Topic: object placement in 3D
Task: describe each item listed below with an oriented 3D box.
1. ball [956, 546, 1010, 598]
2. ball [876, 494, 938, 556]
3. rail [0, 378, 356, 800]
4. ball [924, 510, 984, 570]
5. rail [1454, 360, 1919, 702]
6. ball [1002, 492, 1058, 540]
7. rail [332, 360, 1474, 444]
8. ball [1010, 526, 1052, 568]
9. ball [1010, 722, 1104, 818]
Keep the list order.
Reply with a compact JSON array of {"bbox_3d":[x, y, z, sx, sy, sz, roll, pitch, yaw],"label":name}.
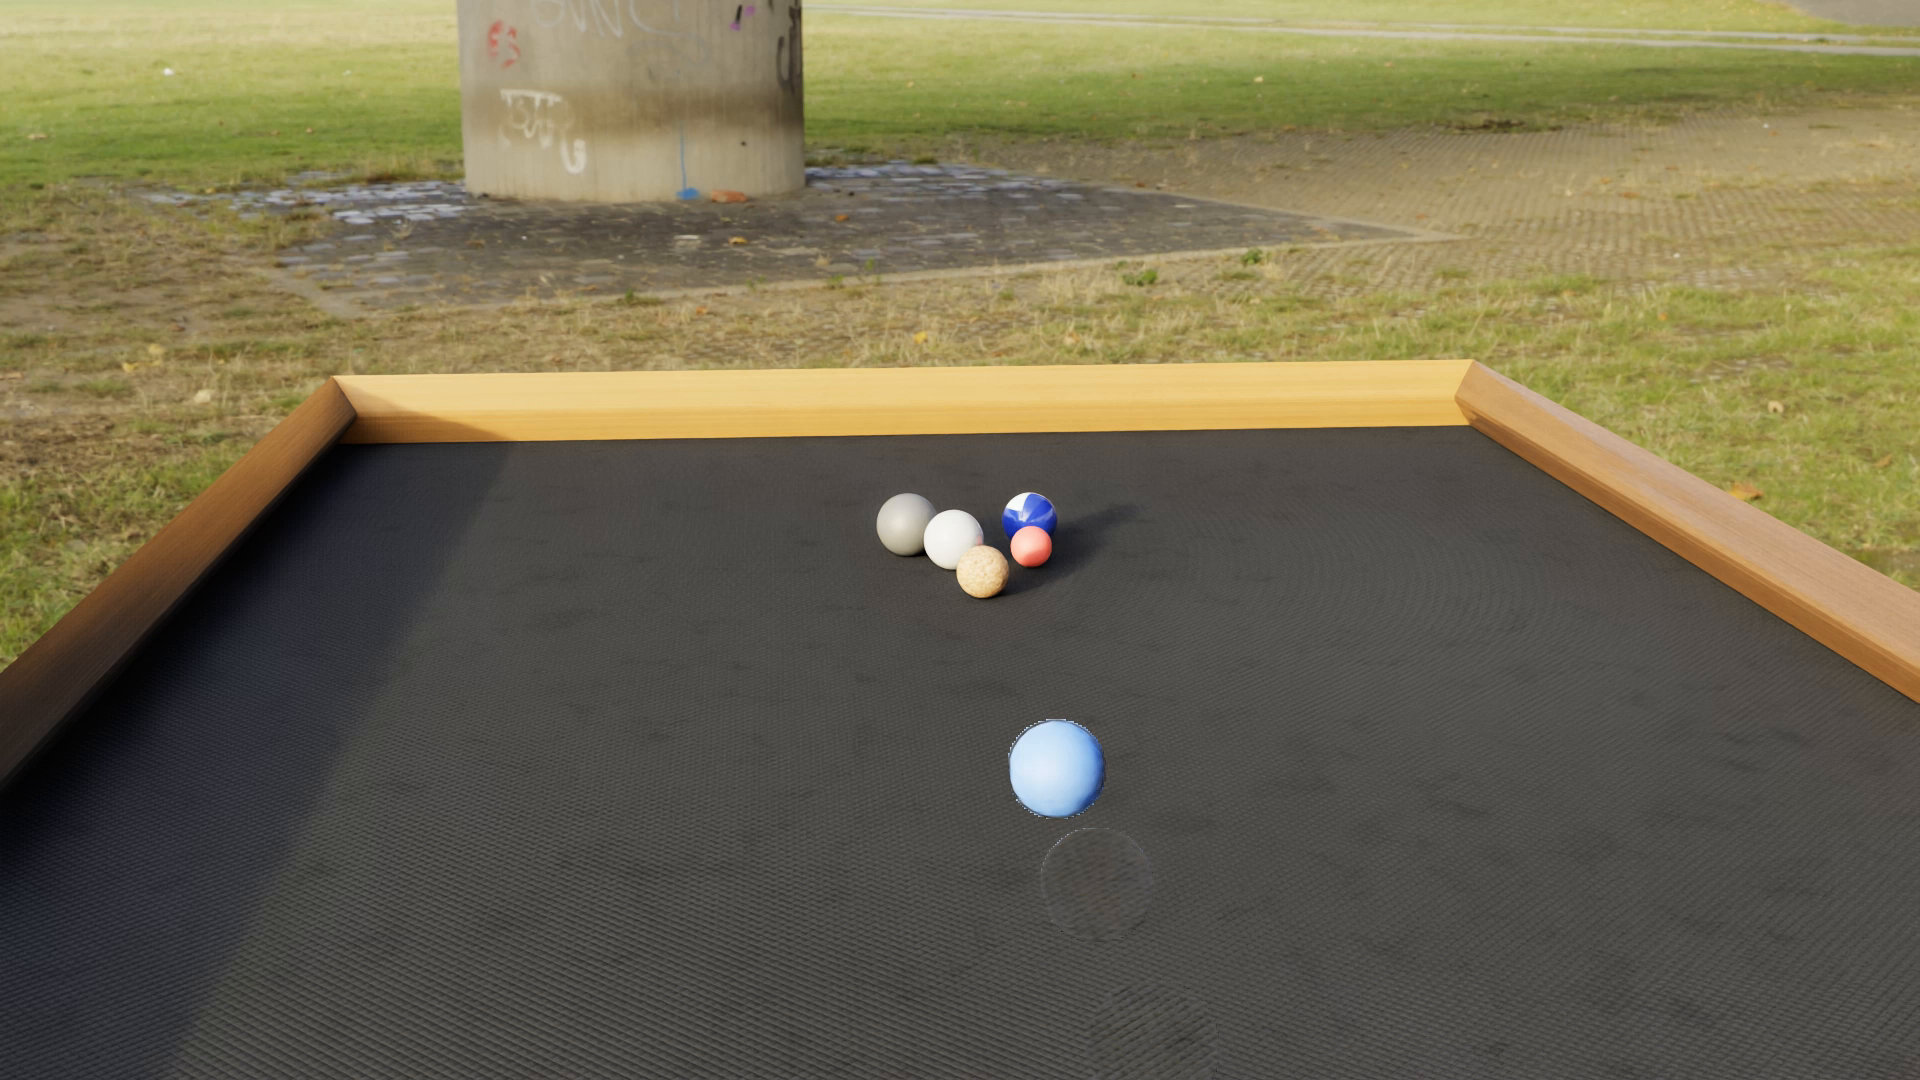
[{"bbox_3d":[0.029,0.040,2.742,0.066,0.066,0.066,0,14,0],"label":"ball"},{"bbox_3d":[-0.070,-0.021,2.943,0.085,0.085,0.085,0,14,0],"label":"ball"},{"bbox_3d":[-0.867,0.214,1.944,0.045,0.114,3.559,-1,14,-5],"label":"rail"},{"bbox_3d":[-0.008,0.000,2.873,0.079,0.079,0.079,0,14,0],"label":"ball"},{"bbox_3d":[1.019,0.175,2.101,0.045,0.114,3.559,-1,14,-5],"label":"rail"},{"bbox_3d":[0.095,-0.027,2.986,0.076,0.076,0.076,0,14,0],"label":"ball"},{"bbox_3d":[-0.074,-0.231,3.719,1.941,0.114,0.045,-1,14,-5],"label":"rail"},{"bbox_3d":[0.094,0.009,2.888,0.055,0.055,0.055,0,14,0],"label":"ball"},{"bbox_3d":[0.089,0.210,2.017,0.088,0.088,0.088,0,14,0],"label":"ball"}]
